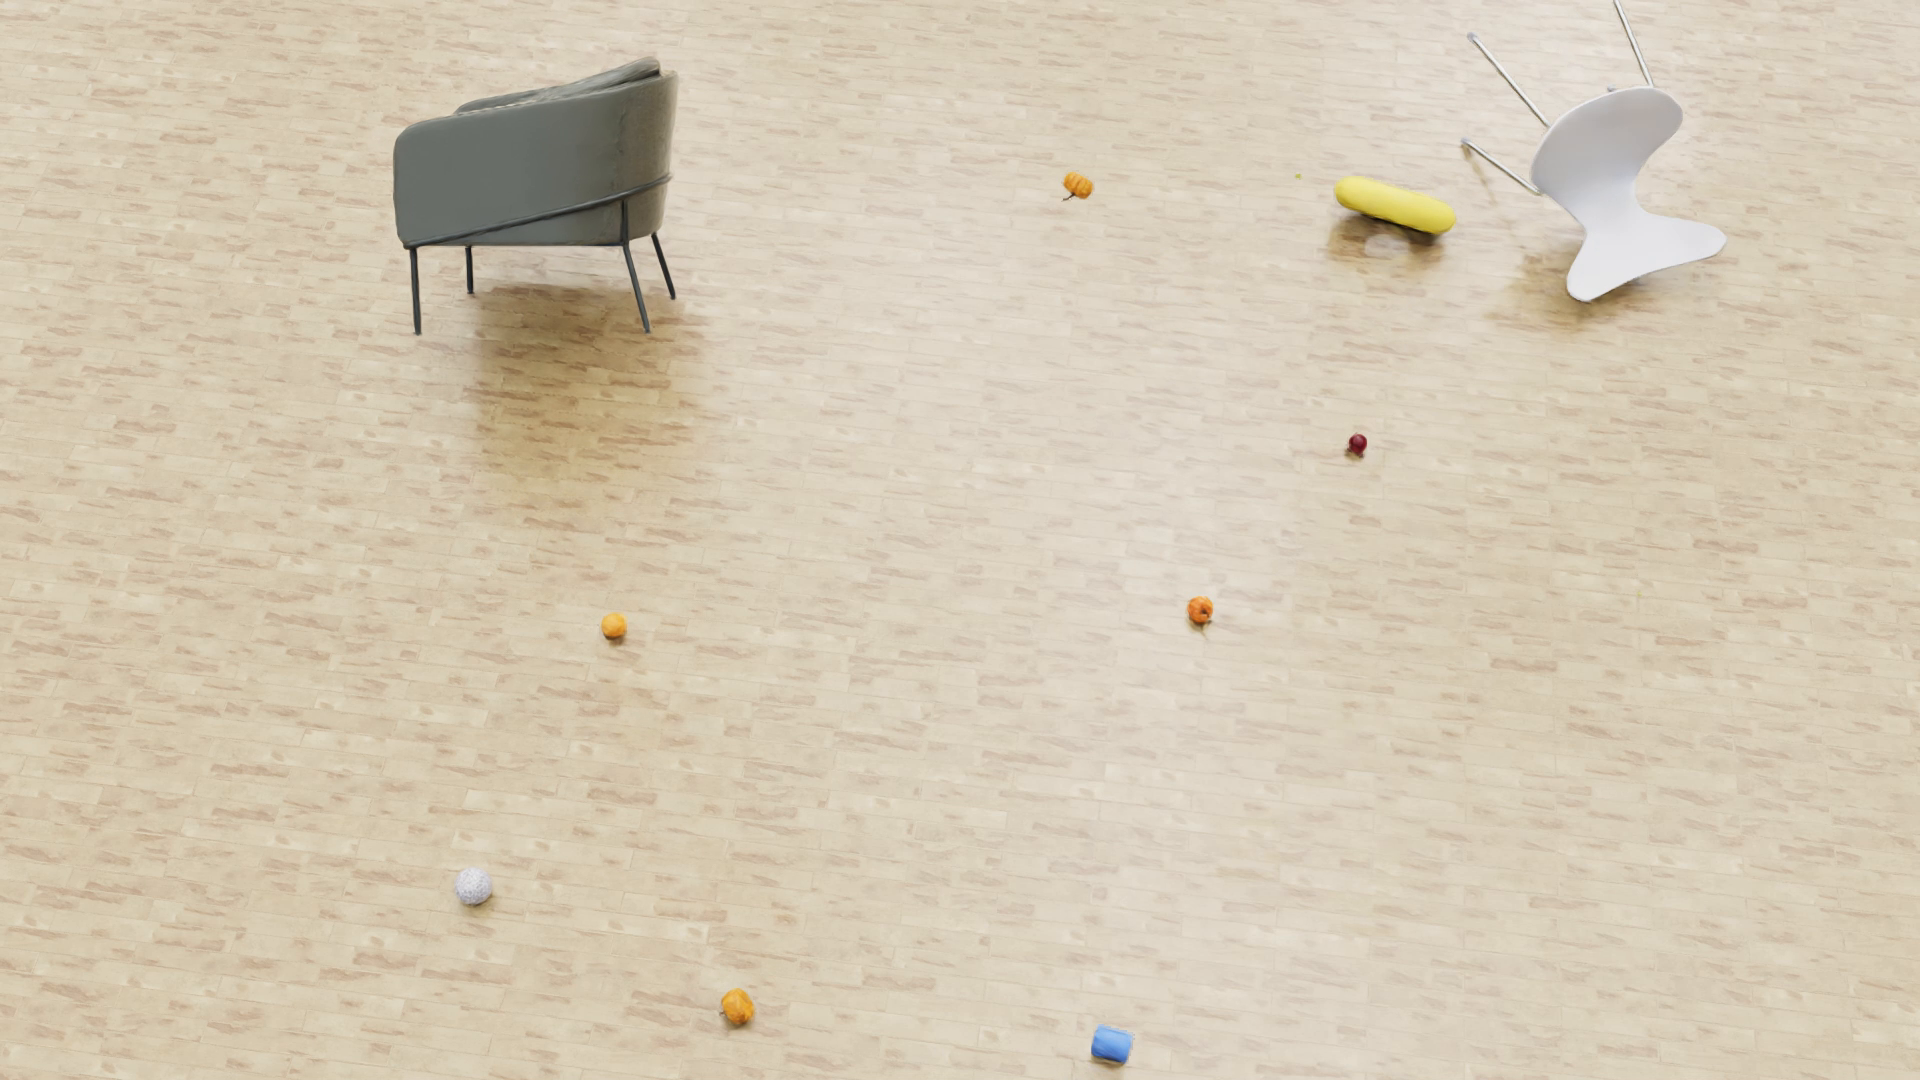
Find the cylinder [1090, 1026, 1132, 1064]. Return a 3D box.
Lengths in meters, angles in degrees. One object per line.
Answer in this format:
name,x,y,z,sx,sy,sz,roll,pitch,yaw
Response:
cylinder,0.388,1.295,5.639,0.093,0.102,0.068,14,56,6

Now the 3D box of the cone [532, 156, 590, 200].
cone,-1.292,-1.164,7.242,0.202,0.119,0.215,-21,39,-11

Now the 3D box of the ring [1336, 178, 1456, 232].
ring,1.423,-1.091,7.183,0.405,0.235,0.105,17,100,3

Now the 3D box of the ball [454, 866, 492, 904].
ball,-1.304,0.926,5.892,0.101,0.101,0.101,0,56,0
